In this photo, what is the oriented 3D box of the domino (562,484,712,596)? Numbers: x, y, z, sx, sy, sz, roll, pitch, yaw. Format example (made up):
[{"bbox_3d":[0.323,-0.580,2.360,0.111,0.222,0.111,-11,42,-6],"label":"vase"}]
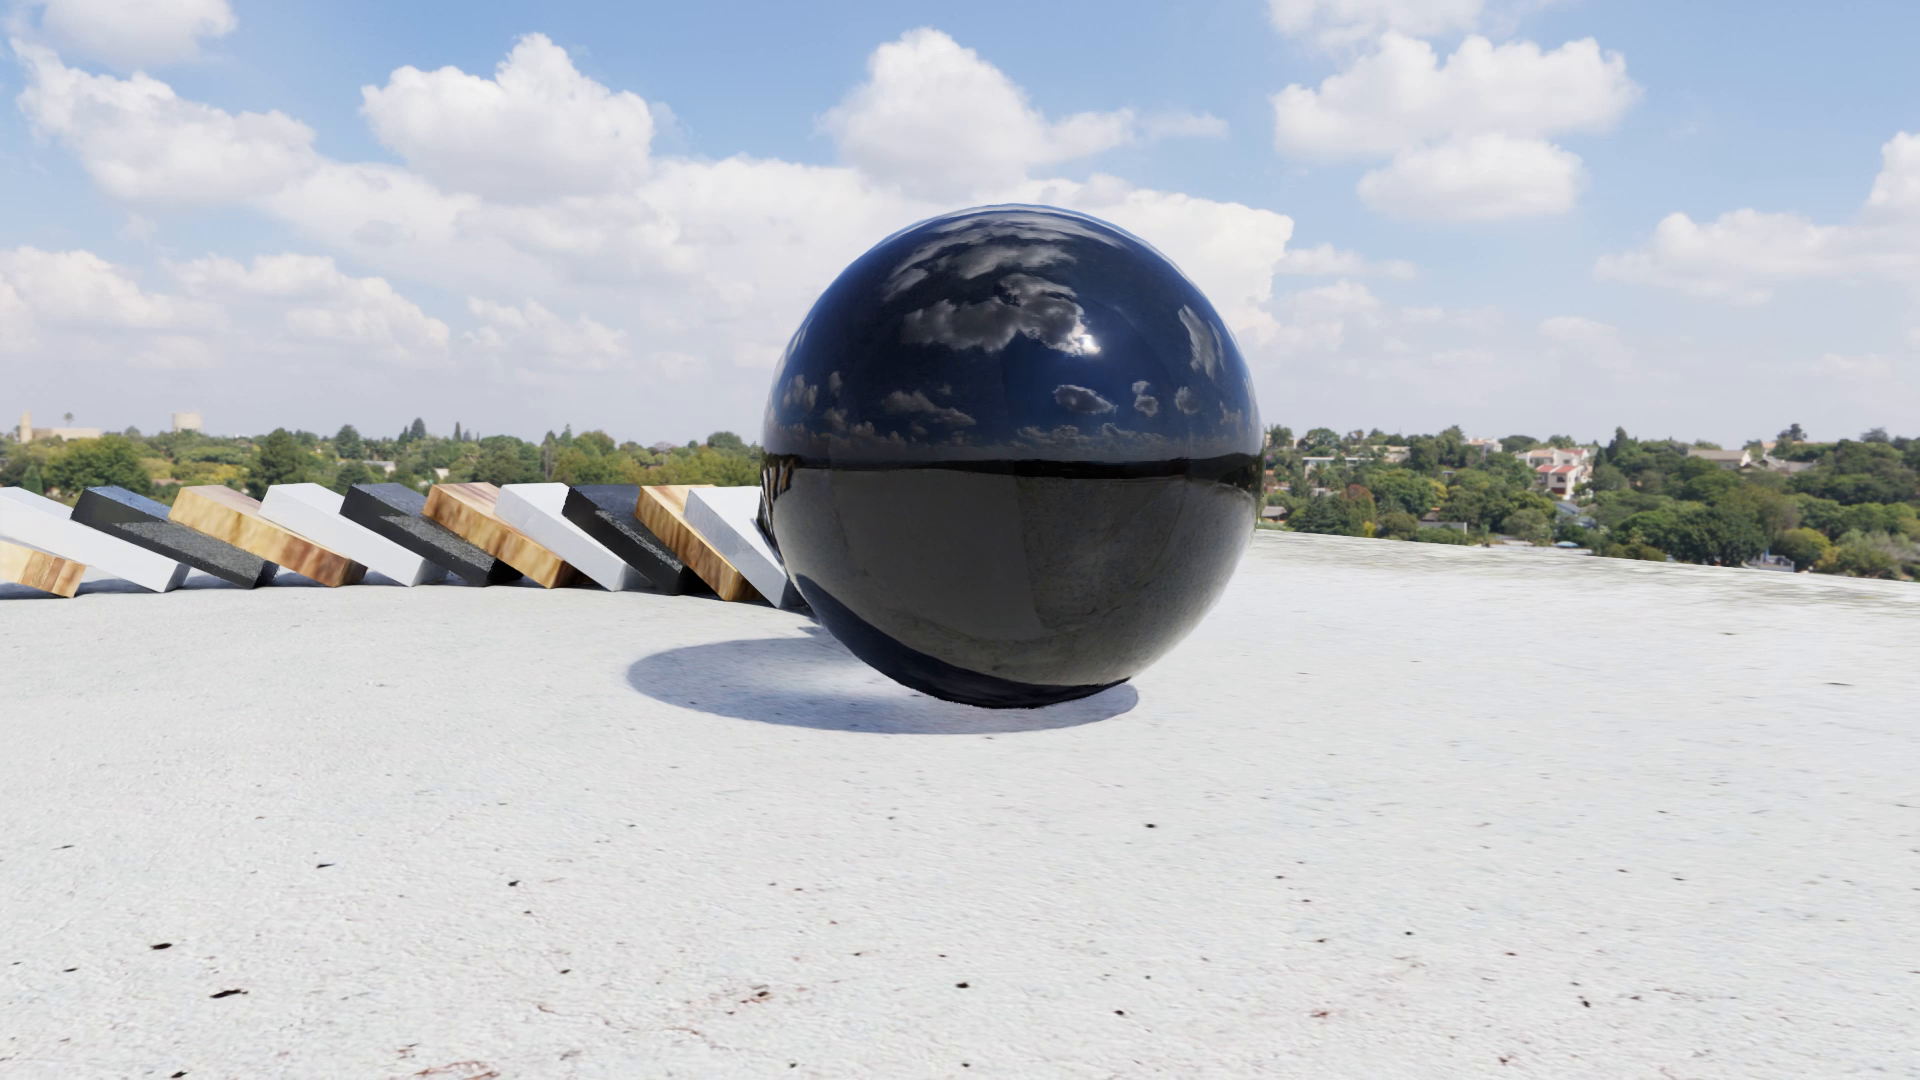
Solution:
[{"bbox_3d":[-0.091,-0.001,0.379,0.050,0.009,0.025,32,20,27],"label":"domino"}]

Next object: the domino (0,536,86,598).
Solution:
[{"bbox_3d":[-0.269,0.002,0.350,0.050,0.009,0.025,25,-11,-35],"label":"domino"}]

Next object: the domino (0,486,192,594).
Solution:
[{"bbox_3d":[-0.251,0.000,0.369,0.050,0.009,0.025,26,-5,-20],"label":"domino"}]

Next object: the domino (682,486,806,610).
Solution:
[{"bbox_3d":[-0.052,0.001,0.353,0.025,0.009,0.050,-4,32,-44],"label":"domino"}]

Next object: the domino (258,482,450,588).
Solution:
[{"bbox_3d":[-0.183,-0.002,0.393,0.050,0.009,0.025,26,4,-1],"label":"domino"}]

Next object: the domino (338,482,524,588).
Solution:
[{"bbox_3d":[-0.160,-0.002,0.394,0.050,0.009,0.025,26,7,5],"label":"domino"}]

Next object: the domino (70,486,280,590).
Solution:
[{"bbox_3d":[-0.230,-0.001,0.379,0.050,0.009,0.025,25,-3,-16],"label":"domino"}]

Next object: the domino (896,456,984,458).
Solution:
[{"bbox_3d":[-0.001,0.002,0.272,0.025,0.009,0.050,0,45,-5],"label":"domino"}]

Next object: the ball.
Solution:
[{"bbox_3d":[0.008,-0.013,0.207,0.080,0.080,0.080,0,4,0],"label":"ball"}]

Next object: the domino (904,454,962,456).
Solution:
[{"bbox_3d":[0.000,0.001,0.287,0.025,0.009,0.050,1,45,-4],"label":"domino"}]

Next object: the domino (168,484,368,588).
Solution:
[{"bbox_3d":[-0.207,-0.001,0.388,0.050,0.009,0.025,25,1,-8],"label":"domino"}]

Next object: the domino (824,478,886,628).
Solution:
[{"bbox_3d":[-0.017,0.002,0.319,0.025,0.009,0.050,-1,35,-16],"label":"domino"}]

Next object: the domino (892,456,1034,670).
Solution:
[{"bbox_3d":[-0.001,0.003,0.257,0.025,0.010,0.050,0,45,-5],"label":"domino"}]

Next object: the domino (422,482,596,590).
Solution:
[{"bbox_3d":[-0.136,-0.002,0.393,0.050,0.009,0.025,28,12,15],"label":"domino"}]

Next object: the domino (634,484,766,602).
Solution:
[{"bbox_3d":[-0.069,0.000,0.368,0.025,0.010,0.050,-4,32,-46],"label":"domino"}]

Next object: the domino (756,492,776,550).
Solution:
[{"bbox_3d":[-0.033,0.003,0.336,0.025,0.009,0.050,-2,30,-29],"label":"domino"}]

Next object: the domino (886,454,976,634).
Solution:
[{"bbox_3d":[-0.005,0.000,0.301,0.025,0.010,0.050,0,45,-4],"label":"domino"}]

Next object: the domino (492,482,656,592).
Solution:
[{"bbox_3d":[-0.113,-0.002,0.387,0.050,0.009,0.025,29,15,20],"label":"domino"}]
